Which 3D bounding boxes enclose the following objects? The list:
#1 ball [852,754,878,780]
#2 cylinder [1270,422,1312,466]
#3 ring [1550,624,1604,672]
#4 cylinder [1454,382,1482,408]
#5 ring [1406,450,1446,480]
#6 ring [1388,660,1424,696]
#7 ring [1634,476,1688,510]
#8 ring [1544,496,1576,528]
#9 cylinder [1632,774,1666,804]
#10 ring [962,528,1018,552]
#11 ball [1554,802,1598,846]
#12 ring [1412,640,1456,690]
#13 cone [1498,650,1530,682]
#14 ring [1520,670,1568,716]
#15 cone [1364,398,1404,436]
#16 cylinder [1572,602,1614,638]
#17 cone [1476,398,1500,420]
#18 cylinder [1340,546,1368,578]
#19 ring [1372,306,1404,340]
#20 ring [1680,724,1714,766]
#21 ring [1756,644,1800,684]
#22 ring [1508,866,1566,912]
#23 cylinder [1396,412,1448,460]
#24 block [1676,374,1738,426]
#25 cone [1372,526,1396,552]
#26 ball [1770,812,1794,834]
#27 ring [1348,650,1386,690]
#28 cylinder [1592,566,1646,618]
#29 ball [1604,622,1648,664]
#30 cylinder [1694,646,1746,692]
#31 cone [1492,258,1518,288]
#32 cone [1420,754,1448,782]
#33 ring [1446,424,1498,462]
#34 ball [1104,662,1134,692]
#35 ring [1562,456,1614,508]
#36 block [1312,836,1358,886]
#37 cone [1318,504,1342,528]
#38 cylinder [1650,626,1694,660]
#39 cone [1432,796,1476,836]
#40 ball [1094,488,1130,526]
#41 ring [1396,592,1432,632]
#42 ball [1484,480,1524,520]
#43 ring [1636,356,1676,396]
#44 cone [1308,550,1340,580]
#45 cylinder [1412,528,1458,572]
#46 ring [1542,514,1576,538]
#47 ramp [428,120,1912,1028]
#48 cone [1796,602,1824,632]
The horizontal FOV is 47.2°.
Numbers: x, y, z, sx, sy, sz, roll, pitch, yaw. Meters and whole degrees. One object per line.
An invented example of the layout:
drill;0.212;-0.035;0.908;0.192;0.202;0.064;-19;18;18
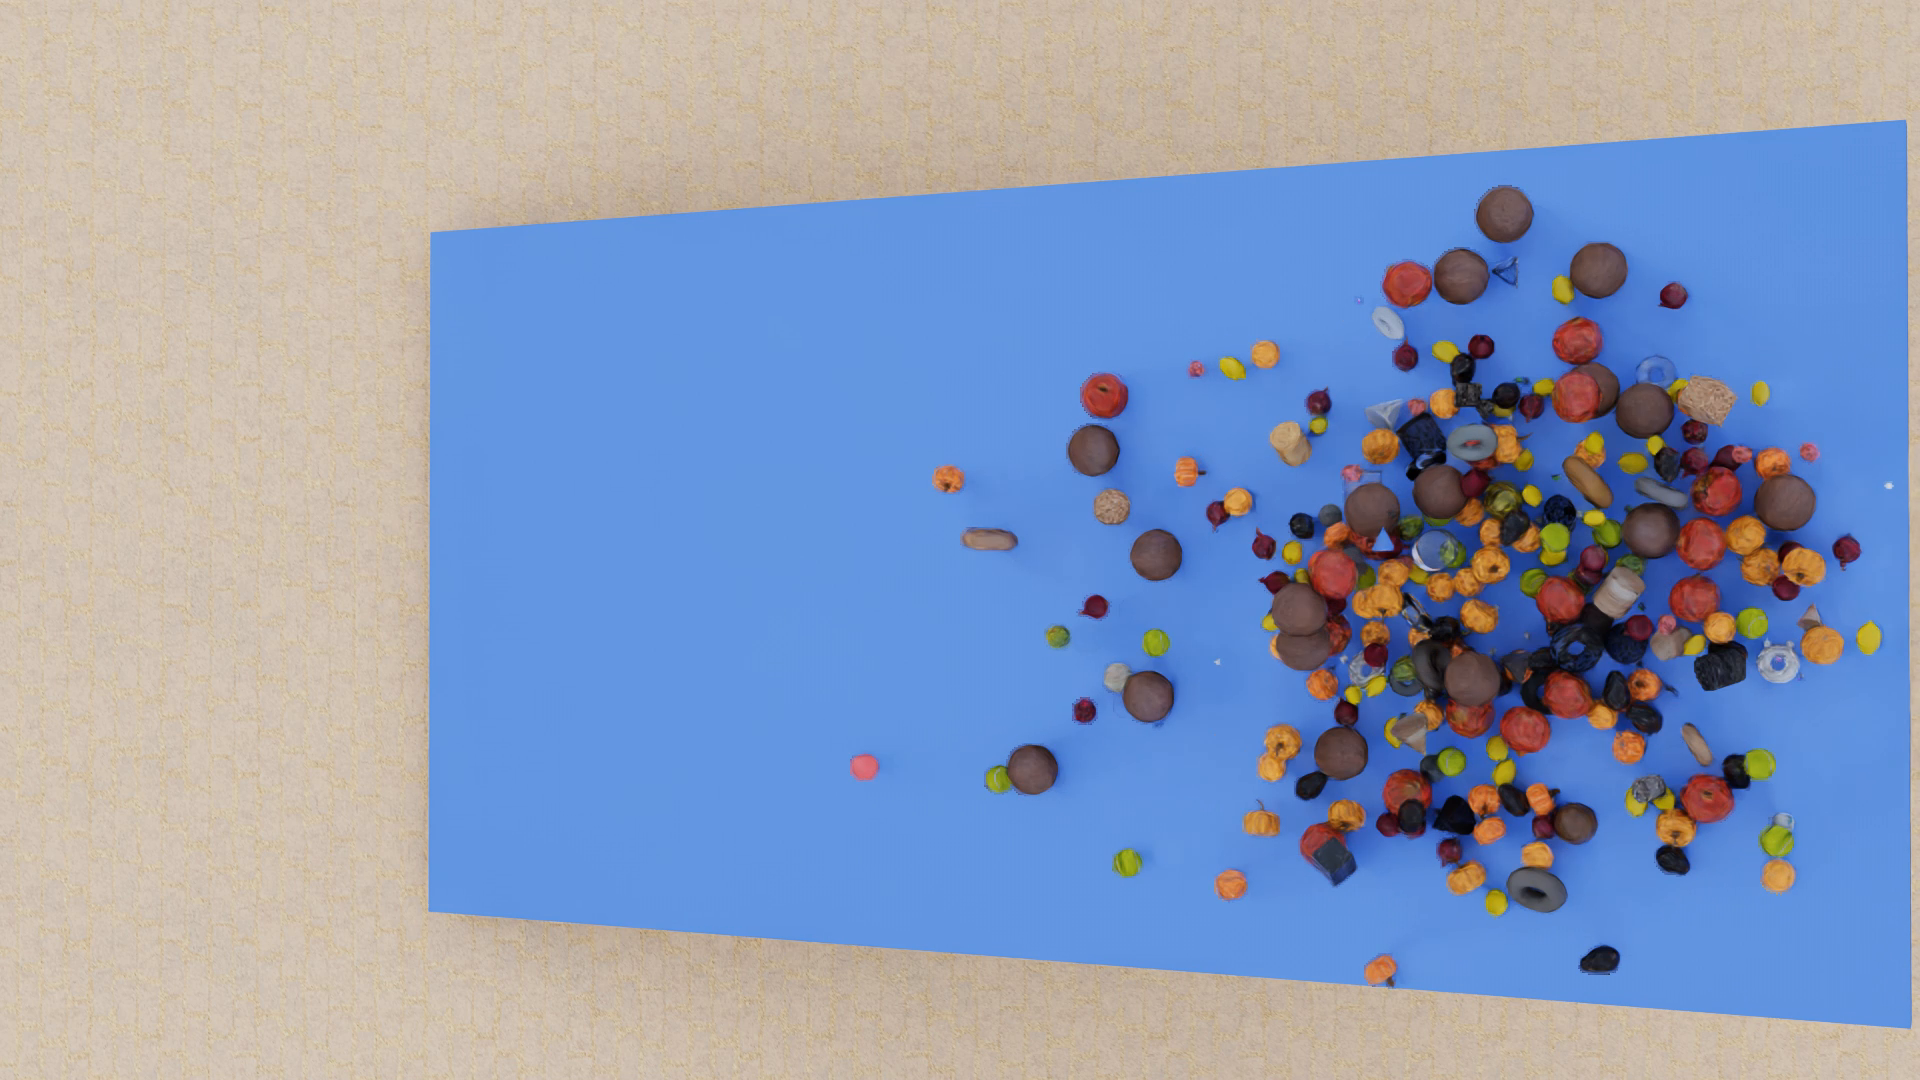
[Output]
ball;-0.253;0.602;5.843;0.070;0.070;0.070;0;89;0
cylinder;0.806;-0.234;5.350;0.079;0.079;0.079;-18;50;22
ring;1.401;0.245;4.997;0.122;0.041;0.122;0;111;-1
cylinder;1.188;-0.340;5.143;0.057;0.057;0.057;5;89;11
ring;1.100;-0.177;5.191;0.105;0.105;0.035;-29;70;0
ring;1.072;0.332;5.274;0.089;0.030;0.089;0;89;25
ring;1.575;-0.105;4.937;0.126;0.126;0.042;24;98;0
ring;1.390;-0.065;5.094;0.079;0.026;0.079;7;69;-17
cylinder;1.553;0.560;4.956;0.054;0.054;0.054;-14;89;-20
ring;0.077;0.000;5.634;0.144;0.144;0.048;2;96;0
ball;1.421;0.655;5.076;0.097;0.097;0.097;0;89;0
ring;1.106;0.291;5.131;0.129;0.043;0.129;20;54;-30
cone;1.259;0.297;4.956;0.069;0.069;0.069;-28;118;0
ring;1.365;0.356;5.134;0.108;0.036;0.108;-3;81;18
cone;1.038;-0.314;5.290;0.090;0.090;0.090;-42;89;-9
cylinder;1.450;0.196;5.056;0.077;0.077;0.077;35;81;0
cone;1.256;-0.321;5.201;0.054;0.054;0.054;-29;89;-7
cylinder;0.931;0.054;5.205;0.053;0.053;0.053;-14;45;0
ring;1.028;-0.520;5.273;0.031;0.094;0.094;-41;89;-11
ring;1.664;0.463;4.965;0.035;0.106;0.106;-30;89;11
ring;1.835;0.277;4.932;0.091;0.030;0.091;0;90;23
ring;1.339;0.811;5.103;0.139;0.139;0.046;31;54;0
cylinder;1.101;-0.240;5.231;0.091;0.091;0.091;-29;74;0
block;1.654;-0.309;4.869;0.076;0.076;0.076;34;85;-34
cone;0.984;-0.006;5.115;0.054;0.054;0.054;-3;101;0
ball;1.838;0.633;4.914;0.051;0.051;0.051;0;89;0
ring;0.981;0.314;5.304;0.098;0.033;0.098;-14;69;39
cylinder;1.494;0.119;4.987;0.084;0.084;0.084;28;126;0
ball;1.525;0.236;5.035;0.096;0.096;0.096;0;89;0
cylinder;1.689;0.287;4.885;0.080;0.080;0.080;-16;89;-9
cone;1.298;-0.621;5.183;0.067;0.067;0.067;-33;104;0
cone;1.119;0.546;5.229;0.067;0.067;0.067;0;89;24
ring;1.168;-0.222;5.014;0.115;0.115;0.038;7;55;0
ball;0.400;0.347;5.550;0.076;0.076;0.076;0;89;0
ring;1.434;-0.132;5.022;0.049;0.146;0.146;-40;89;8
block;0.886;0.761;5.204;0.071;0.071;0.071;-37;54;-7
cone;0.893;-0.060;5.343;0.058;0.058;0.058;0;89;24
cylinder;1.618;0.234;4.993;0.068;0.068;0.068;-11;89;-27
cone;1.153;0.670;5.225;0.098;0.098;0.098;18;56;-28
ball;0.384;-0.083;5.552;0.094;0.094;0.094;0;89;0
ring;1.056;0.168;5.114;0.037;0.111;0.111;-43;89;17
ball;1.267;-0.093;5.126;0.091;0.091;0.091;0;89;0
ring;1.597;-0.377;5.046;0.093;0.031;0.093;0;90;25
cone;0.894;0.072;5.316;0.077;0.077;0.077;-15;115;-34
cylinder;1.090;0.024;5.043;0.092;0.092;0.092;0;85;4
ring;1.398;-0.047;5.133;0.080;0.027;0.080;0;89;24
ramp;0.283;0.083;5.702;4.000;0.100;2.000;0;89;24
cone;1.900;0.164;4.905;0.058;0.058;0.058;17;68;0
